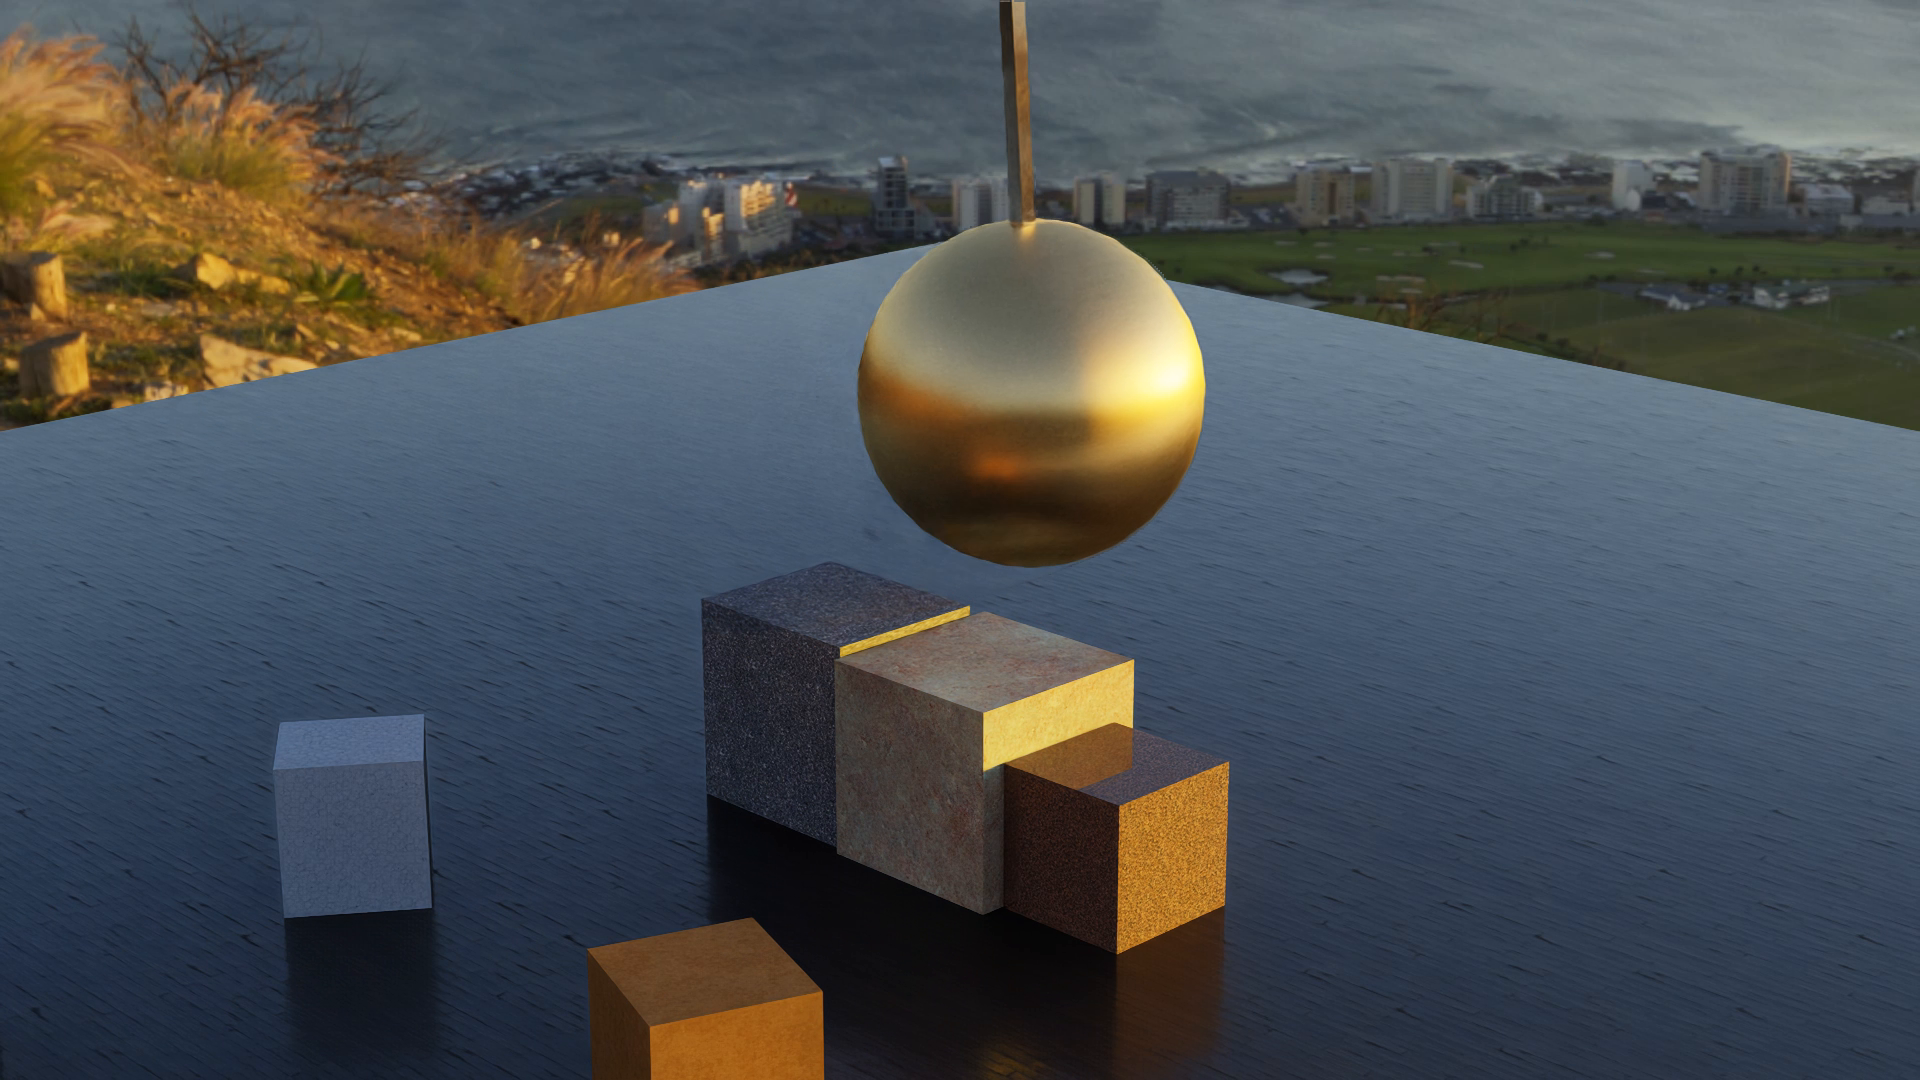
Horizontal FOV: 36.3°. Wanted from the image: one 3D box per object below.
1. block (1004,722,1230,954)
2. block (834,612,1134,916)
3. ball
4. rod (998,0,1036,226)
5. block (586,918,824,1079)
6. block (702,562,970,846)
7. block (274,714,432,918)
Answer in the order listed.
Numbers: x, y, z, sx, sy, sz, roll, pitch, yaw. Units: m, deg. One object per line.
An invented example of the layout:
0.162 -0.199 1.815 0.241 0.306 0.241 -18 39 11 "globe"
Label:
0.691 1.310 13.023 0.722 0.692 0.682 -17 24 -42 "block"
0.111 1.005 13.548 0.978 0.959 0.960 -17 24 -42 "block"
0.325 -0.675 13.470 1.600 1.600 1.600 0 17 0 "ball"
0.141 -3.854 12.278 0.080 5.200 0.080 17 28 42 "rod"
-0.960 1.932 11.057 0.672 0.684 0.712 -8 19 -24 "block"
-0.598 0.778 14.192 0.843 1.005 0.982 -17 24 -42 "block"
-2.728 1.238 13.227 0.646 0.707 0.581 -3 18 -9 "block"
